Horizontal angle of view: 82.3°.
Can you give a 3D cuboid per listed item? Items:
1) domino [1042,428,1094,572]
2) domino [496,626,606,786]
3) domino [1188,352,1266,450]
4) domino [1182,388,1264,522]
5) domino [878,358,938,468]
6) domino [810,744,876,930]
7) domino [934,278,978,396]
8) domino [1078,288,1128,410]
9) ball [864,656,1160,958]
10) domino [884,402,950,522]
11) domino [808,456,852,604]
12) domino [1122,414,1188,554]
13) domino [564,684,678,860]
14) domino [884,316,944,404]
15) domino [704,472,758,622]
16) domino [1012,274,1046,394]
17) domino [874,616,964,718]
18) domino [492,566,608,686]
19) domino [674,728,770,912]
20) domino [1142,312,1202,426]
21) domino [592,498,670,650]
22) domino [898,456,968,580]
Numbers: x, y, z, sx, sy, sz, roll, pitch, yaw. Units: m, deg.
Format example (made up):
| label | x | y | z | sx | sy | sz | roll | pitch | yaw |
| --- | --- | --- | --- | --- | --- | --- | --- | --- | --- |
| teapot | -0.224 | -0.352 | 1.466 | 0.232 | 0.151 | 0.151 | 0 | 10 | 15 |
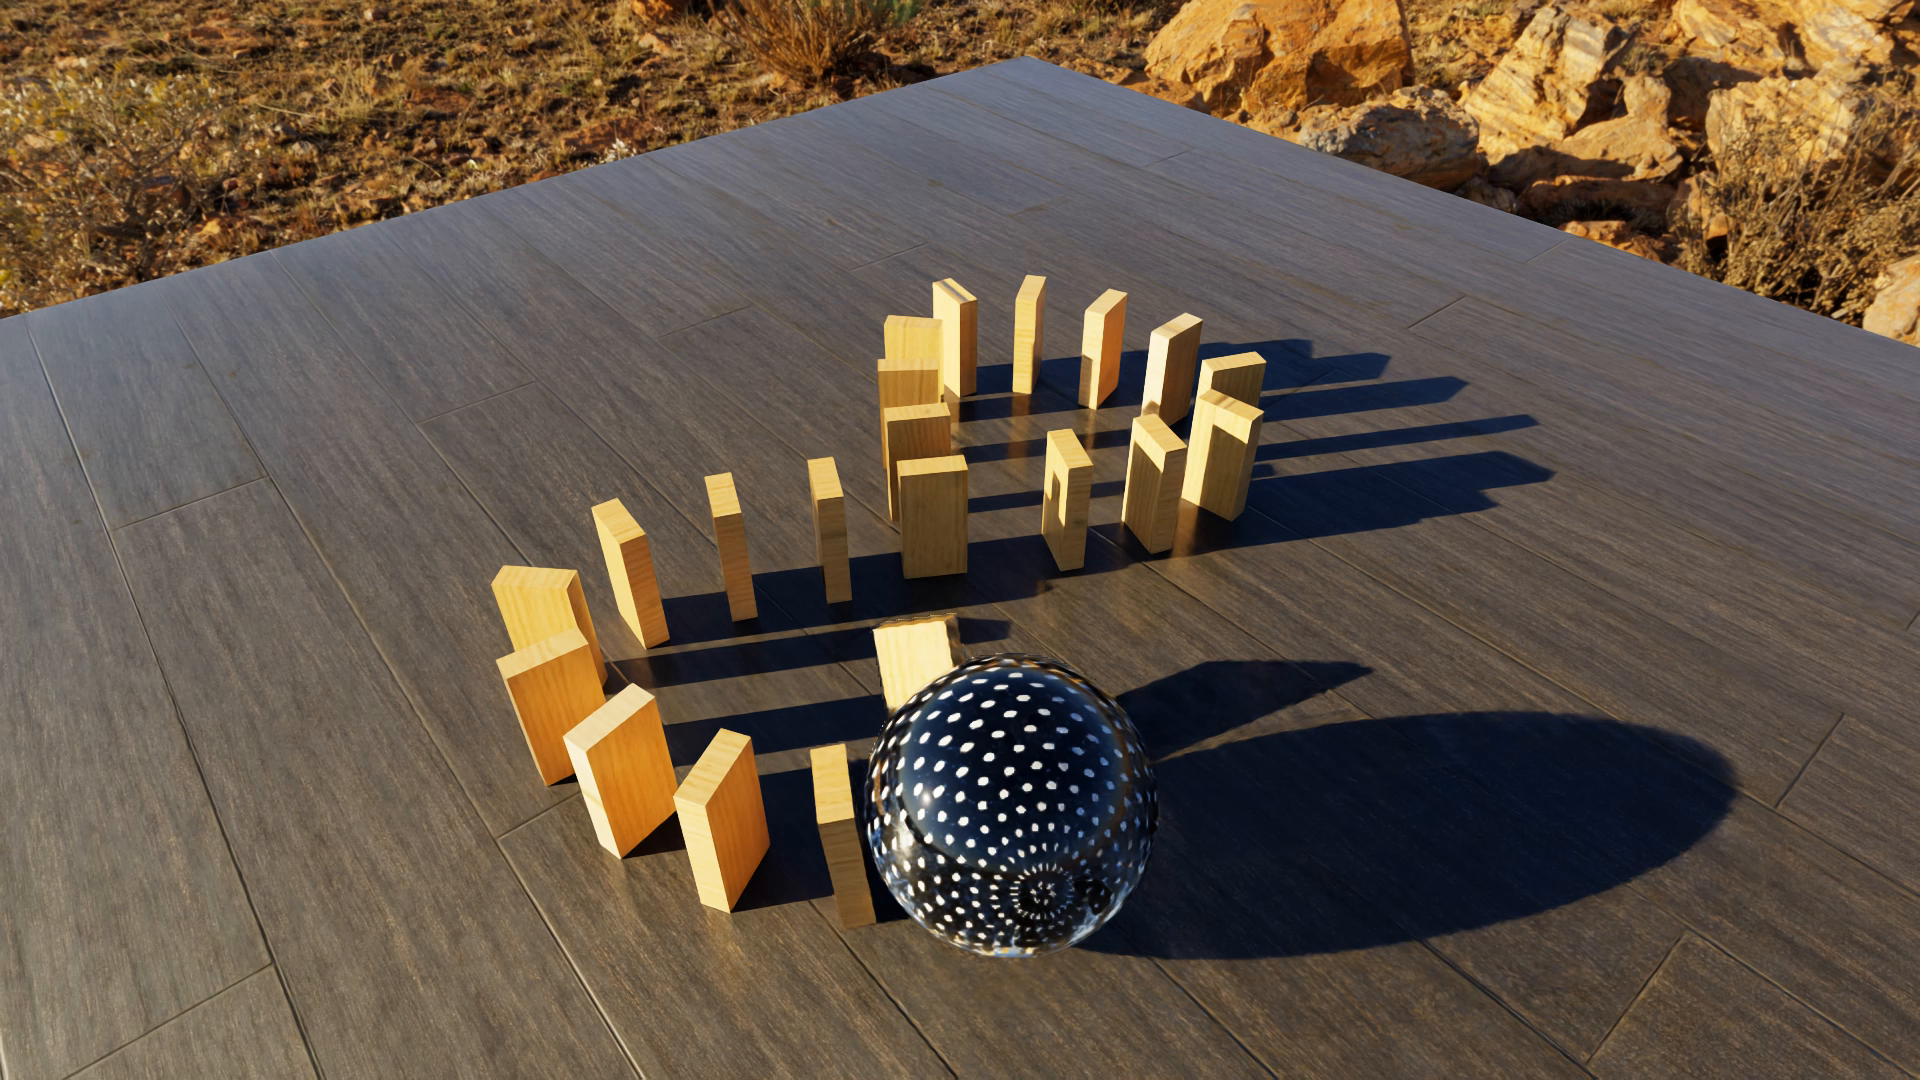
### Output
| label | x | y | z | sx | sy | sz | roll | pitch | yaw |
| --- | --- | --- | --- | --- | --- | --- | --- | --- | --- |
| domino | 0.041 | -0.015 | 0.430 | 0.009 | 0.050 | 0.025 | -9 | 40 | -11 |
| domino | -0.126 | 0.053 | 0.347 | 0.025 | 0.050 | 0.010 | -25 | 45 | -27 |
| domino | 0.116 | -0.056 | 0.480 | 0.025 | 0.050 | 0.009 | -11 | 41 | -13 |
| domino | 0.108 | -0.035 | 0.454 | 0.025 | 0.050 | 0.009 | 31 | 48 | 32 |
| domino | -0.022 | -0.054 | 0.478 | 0.025 | 0.050 | 0.009 | -2 | 39 | -2 |
| domino | -0.032 | 0.084 | 0.309 | 0.010 | 0.050 | 0.025 | -10 | 40 | -5 |
| domino | -0.002 | -0.097 | 0.530 | 0.010 | 0.050 | 0.025 | -20 | 43 | -23 |
| domino | 0.068 | -0.090 | 0.522 | 0.010 | 0.050 | 0.025 | 21 | 44 | 24 |
| ball | 0.014 | 0.072 | 0.300 | 0.080 | 0.080 | 0.080 | 0 | 39 | 0 |
| domino | -0.017 | -0.031 | 0.450 | 0.025 | 0.050 | 0.009 | -6 | 40 | -8 |
| domino | -0.049 | -0.003 | 0.415 | 0.010 | 0.050 | 0.025 | -9 | 40 | -10 |
| domino | 0.077 | -0.022 | 0.438 | 0.009 | 0.050 | 0.025 | -14 | 41 | -16 |
| domino | -0.099 | 0.069 | 0.327 | 0.009 | 0.050 | 0.025 | 25 | 45 | 27 |
| domino | -0.021 | -0.078 | 0.507 | 0.025 | 0.050 | 0.010 | 6 | 40 | 7 |
| domino | -0.085 | 0.003 | 0.408 | 0.010 | 0.050 | 0.025 | -11 | 41 | -13 |
| domino | 0.034 | -0.099 | 0.533 | 0.009 | 0.050 | 0.025 | 9 | 40 | 11 |
| domino | -0.010 | 0.050 | 0.347 | 0.025 | 0.050 | 0.009 | -9 | 4 | 24 |
| domino | -0.138 | 0.031 | 0.373 | 0.025 | 0.050 | 0.010 | 4 | 39 | 4 |
| domino | -0.067 | 0.080 | 0.313 | 0.009 | 0.050 | 0.025 | 13 | 41 | 16 |
| domino | 0.097 | -0.076 | 0.504 | 0.025 | 0.050 | 0.010 | -32 | 49 | -33 |
| domino | -0.118 | 0.013 | 0.396 | 0.009 | 0.050 | 0.025 | -24 | 45 | -27 |
| domino | -0.010 | -0.008 | 0.421 | 0.025 | 0.050 | 0.009 | -6 | 40 | -7 |
